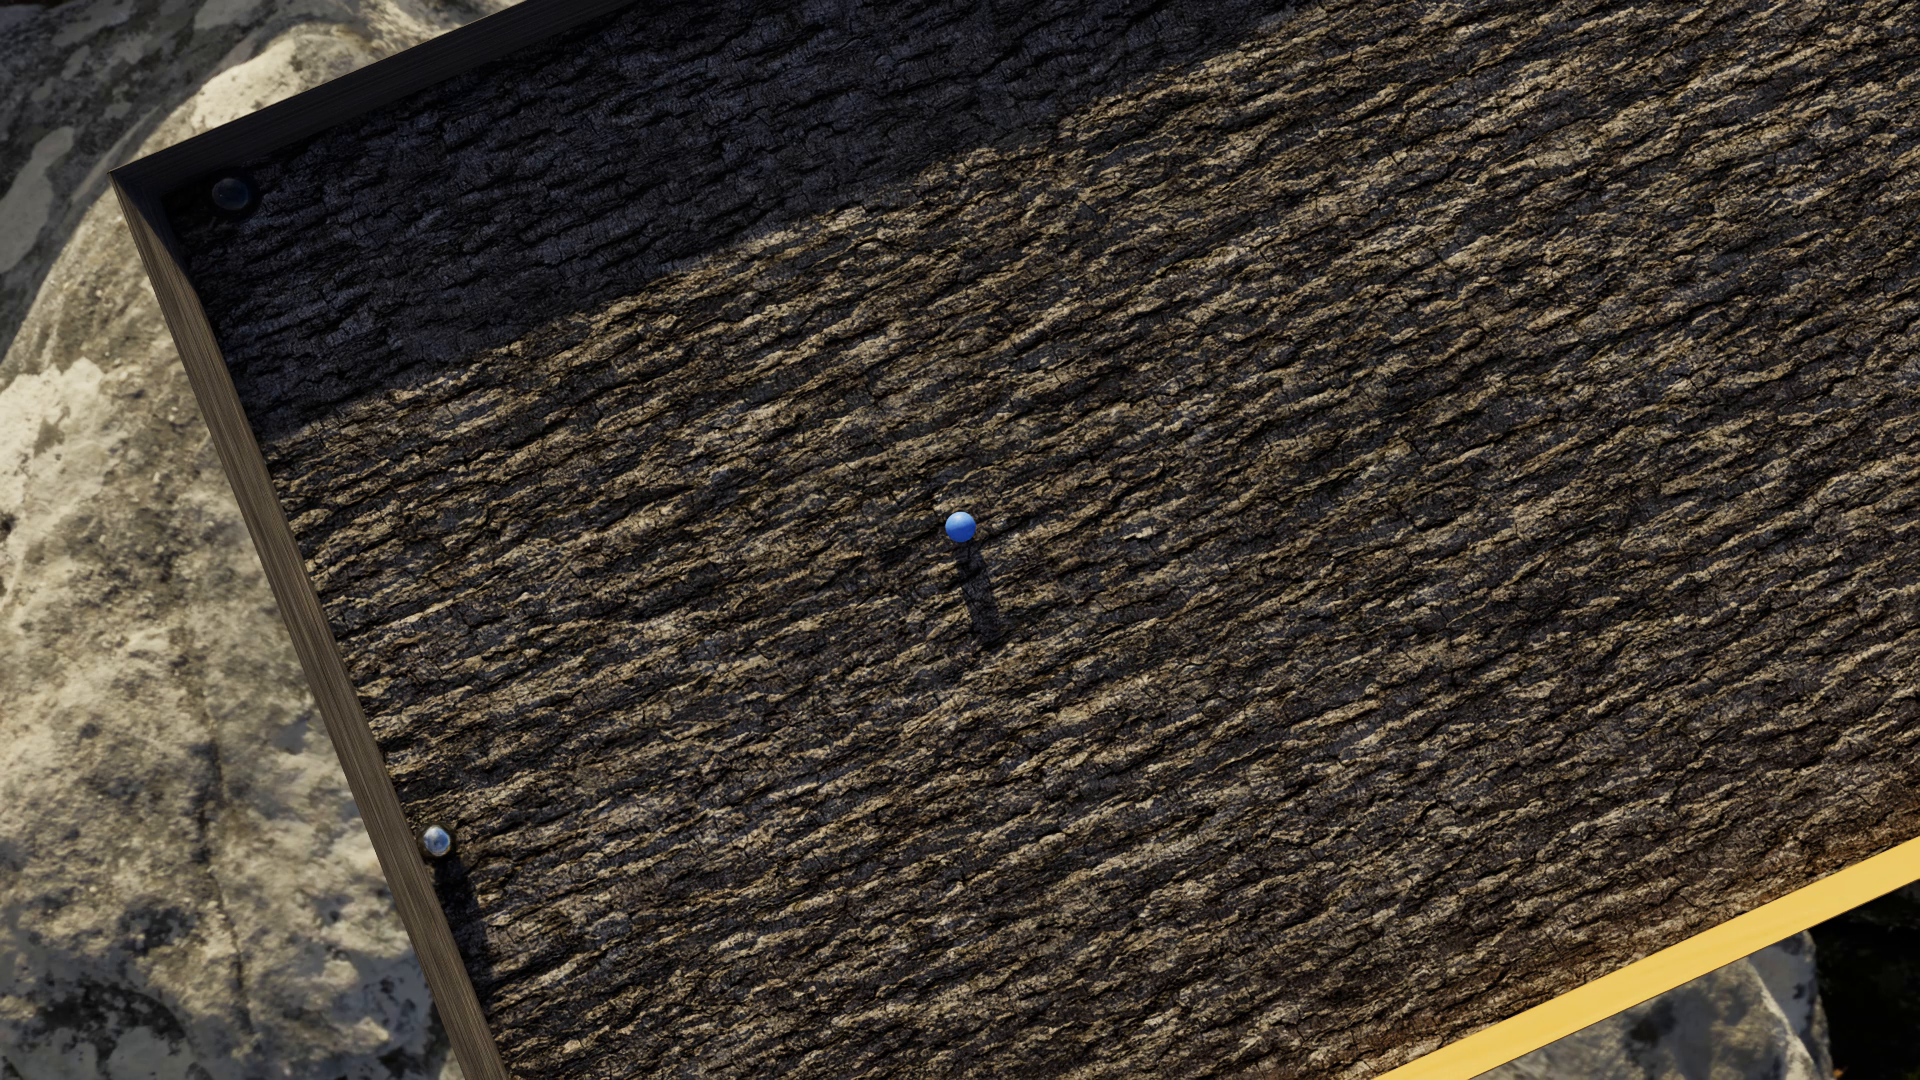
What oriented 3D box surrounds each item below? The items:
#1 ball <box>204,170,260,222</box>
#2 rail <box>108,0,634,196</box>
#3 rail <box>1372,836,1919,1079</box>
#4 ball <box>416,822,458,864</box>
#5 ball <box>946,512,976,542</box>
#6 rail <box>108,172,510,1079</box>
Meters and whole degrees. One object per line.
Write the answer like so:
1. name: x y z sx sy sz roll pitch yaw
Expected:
1. ball: -1.098 -0.519 3.316 0.078 0.078 0.078 0 83 0
2. rail: 0.486 -1.262 3.394 3.789 0.102 0.045 -23 84 -3
3. rail: 1.255 0.512 3.179 3.789 0.102 0.045 -23 84 -3
4. ball: -0.763 0.442 3.209 0.060 0.060 0.060 0 83 0
5. ball: 0.001 -0.019 3.272 0.046 0.046 0.046 0 83 0
6. rail: -0.848 0.359 3.197 0.045 0.102 1.993 -23 84 -3
